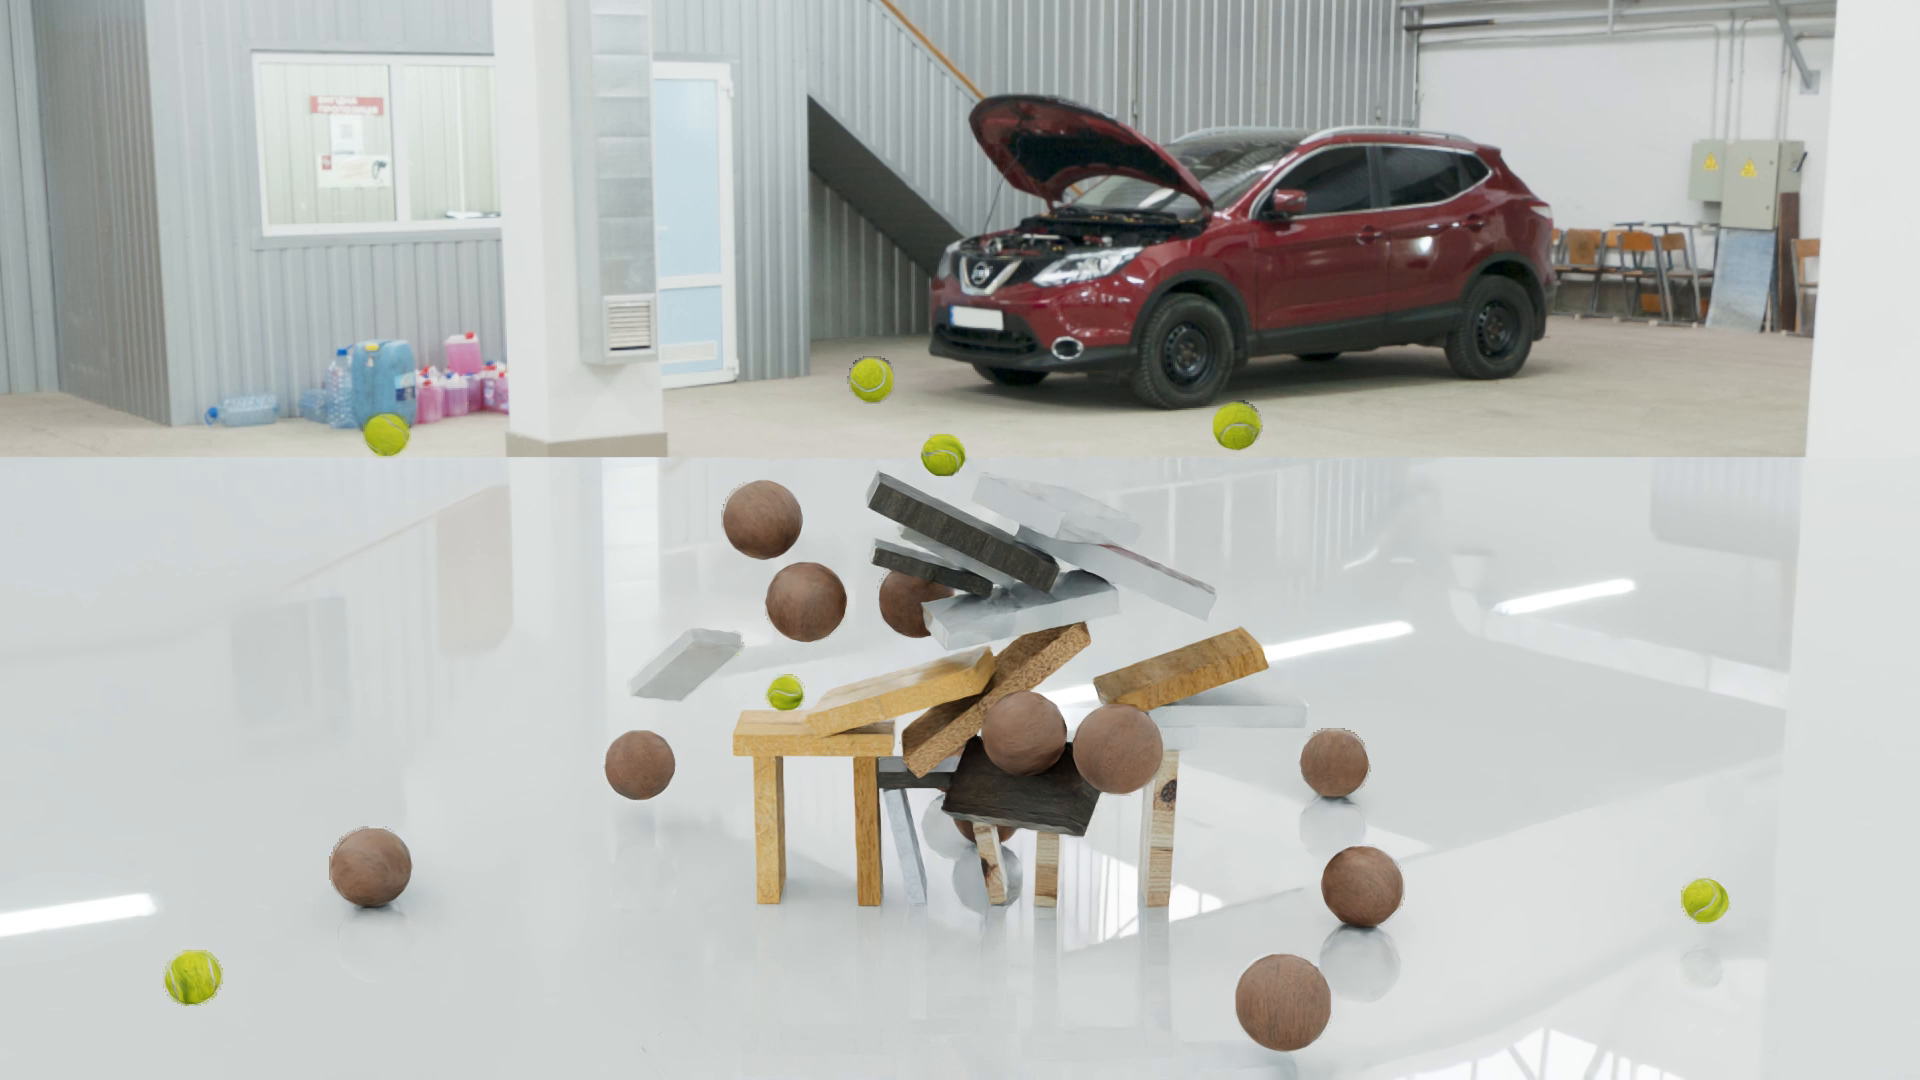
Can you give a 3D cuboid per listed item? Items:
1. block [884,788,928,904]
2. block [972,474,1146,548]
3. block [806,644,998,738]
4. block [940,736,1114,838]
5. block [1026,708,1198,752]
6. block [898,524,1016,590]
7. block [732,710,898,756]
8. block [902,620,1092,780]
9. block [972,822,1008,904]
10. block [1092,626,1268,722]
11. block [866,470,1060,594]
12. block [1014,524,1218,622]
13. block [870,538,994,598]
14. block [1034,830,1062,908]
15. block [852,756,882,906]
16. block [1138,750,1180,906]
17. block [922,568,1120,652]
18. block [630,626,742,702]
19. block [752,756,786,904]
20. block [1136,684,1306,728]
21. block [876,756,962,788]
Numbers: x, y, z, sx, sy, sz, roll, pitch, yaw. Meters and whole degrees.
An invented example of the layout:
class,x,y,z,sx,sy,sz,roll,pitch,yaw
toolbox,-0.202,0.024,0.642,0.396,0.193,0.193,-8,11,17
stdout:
class,x,y,z,sx,sy,sz,roll,pitch,yaw
block,-0.090,0.494,3.645,0.028,0.197,0.099,-12,10,3
block,0.161,-0.045,3.512,0.156,0.044,0.312,26,9,26
block,-0.093,0.244,3.548,0.288,0.041,0.144,-17,9,15
block,0.100,0.377,3.406,0.037,0.132,0.341,31,-18,-29
block,0.248,0.311,3.615,0.264,0.037,0.132,-1,11,-6
block,-0.004,0.018,3.524,0.196,0.028,0.098,26,6,-7
block,-0.236,0.317,3.610,0.258,0.037,0.129,0,13,2
block,0.056,0.240,3.580,0.358,0.041,0.144,-39,13,8
block,0.045,0.493,3.645,0.028,0.197,0.099,-11,10,5
block,0.358,0.218,3.589,0.265,0.037,0.132,-19,14,-4
block,0.002,-0.014,3.486,0.312,0.044,0.156,26,6,-7
block,0.253,0.038,3.574,0.333,0.044,0.156,23,6,2
block,-0.047,0.045,3.534,0.196,0.028,0.098,16,7,-7
block,0.150,0.460,3.645,0.037,0.264,0.132,3,11,5
block,-0.152,0.461,3.643,0.037,0.258,0.129,-1,13,0
block,0.328,0.459,3.647,0.037,0.264,0.132,2,10,-3
block,0.097,0.109,3.525,0.288,0.041,0.144,-12,16,-12
block,-0.462,0.210,3.698,0.098,0.028,0.196,10,-37,-40
block,-0.316,0.459,3.652,0.037,0.258,0.129,0,13,1
block,0.424,0.274,3.634,0.265,0.037,0.132,1,12,-9
block,-0.036,0.382,3.624,0.197,0.028,0.099,0,11,0
